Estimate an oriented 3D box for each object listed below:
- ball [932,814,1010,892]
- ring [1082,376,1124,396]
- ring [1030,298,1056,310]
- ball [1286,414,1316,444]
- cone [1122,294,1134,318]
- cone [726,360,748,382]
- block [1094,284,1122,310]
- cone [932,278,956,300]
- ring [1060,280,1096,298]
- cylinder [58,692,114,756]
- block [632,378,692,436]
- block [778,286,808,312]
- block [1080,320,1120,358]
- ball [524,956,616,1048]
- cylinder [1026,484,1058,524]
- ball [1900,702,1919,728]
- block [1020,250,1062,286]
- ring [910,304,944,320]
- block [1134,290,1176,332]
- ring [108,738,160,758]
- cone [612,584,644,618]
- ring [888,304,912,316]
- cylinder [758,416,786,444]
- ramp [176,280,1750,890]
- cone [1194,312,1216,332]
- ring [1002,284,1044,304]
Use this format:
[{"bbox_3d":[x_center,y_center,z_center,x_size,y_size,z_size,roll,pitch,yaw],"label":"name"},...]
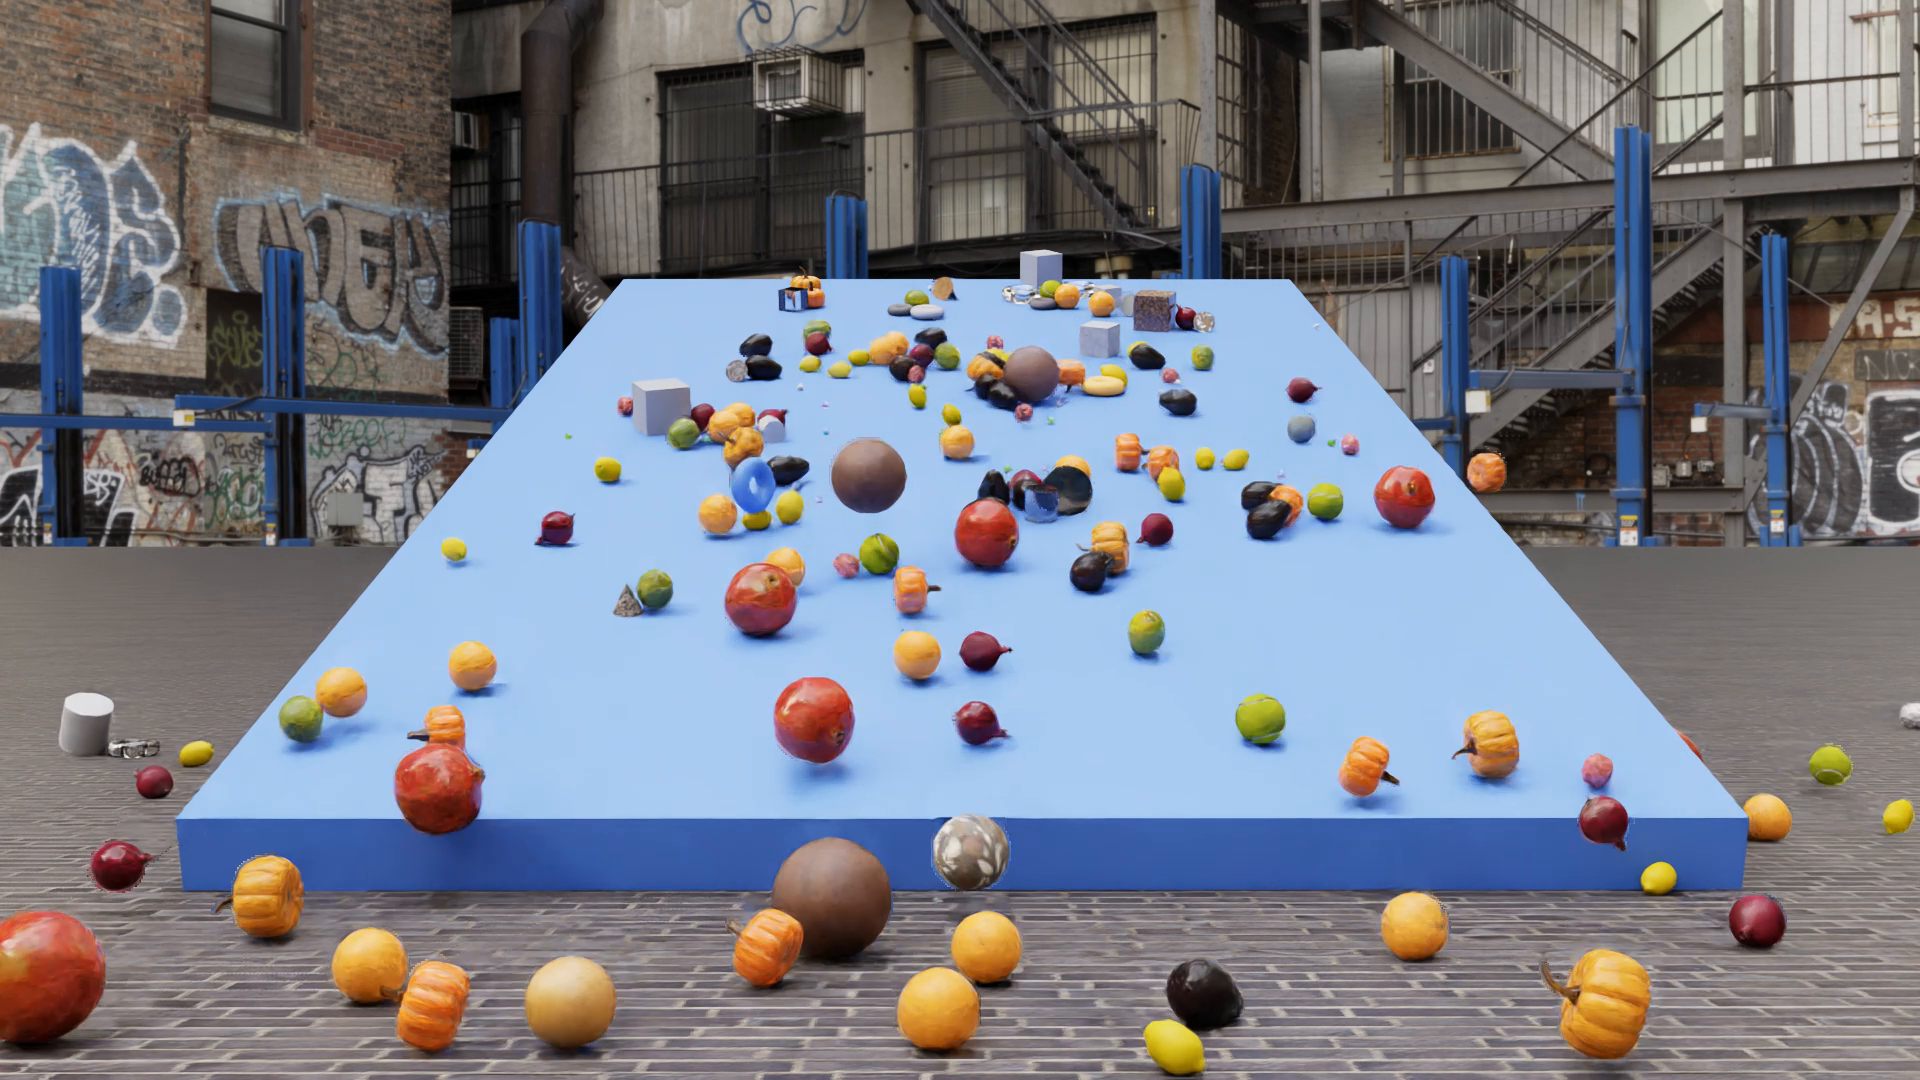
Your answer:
[{"bbox_3d":[0.013,0.373,2.645,0.092,0.092,0.092,0,0,0],"label":"ball"},{"bbox_3d":[0.333,-0.358,5.160,0.101,0.034,0.101,1,15,0],"label":"ring"},{"bbox_3d":[0.233,-0.661,6.193,0.078,0.026,0.078,1,17,0],"label":"ring"},{"bbox_3d":[0.724,-0.236,4.697,0.062,0.062,0.062,0,0,0],"label":"ball"},{"bbox_3d":[0.482,-0.637,6.106,0.067,0.067,0.067,0,-11,11],"label":"cone"},{"bbox_3d":[-0.526,-0.397,5.303,0.055,0.055,0.055,0,-15,15],"label":"cone"},{"bbox_3d":[0.413,-0.682,6.209,0.057,0.057,0.057,-10,19,-30],"label":"block"},{"bbox_3d":[-0.031,-0.709,6.347,0.069,0.069,0.069,0,-13,34],"label":"cone"},{"bbox_3d":[0.341,-0.722,6.380,0.111,0.037,0.111,0,18,0],"label":"ring"},{"bbox_3d":[-1.825,0.385,4.625,0.097,0.097,0.097,15,21,-6],"label":"cylinder"},{"bbox_3d":[-0.647,-0.289,4.804,0.100,0.100,0.100,-7,18,-24],"label":"block"},{"bbox_3d":[-0.464,-0.668,6.158,0.058,0.058,0.058,10,19,31],"label":"block"},{"bbox_3d":[0.352,-0.505,5.576,0.077,0.077,0.077,8,18,26],"label":"block"},{"bbox_3d":[-0.345,0.409,1.961,0.081,0.081,0.081,0,0,0],"label":"ball"},{"bbox_3d":[0.151,-0.067,4.127,0.060,0.060,0.060,0,17,0],"label":"cylinder"},{"bbox_3d":[2.270,0.418,5.269,0.063,0.063,0.063,0,0,0],"label":"ball"},{"bbox_3d":[0.241,-0.808,6.576,0.090,0.090,0.090,-10,19,-31],"label":"block"},{"bbox_3d":[-0.090,-0.623,6.055,0.094,0.031,0.094,1,16,0],"label":"ring"},{"bbox_3d":[0.520,-0.611,5.907,0.094,0.094,0.094,5,17,16],"label":"block"},{"bbox_3d":[-1.719,0.432,4.610,0.105,0.035,0.105,0,1,0],"label":"ring"},{"bbox_3d":[-0.540,0.094,3.599,0.051,0.051,0.051,0,17,0],"label":"cone"},{"bbox_3d":[-0.163,-0.634,6.104,0.075,0.025,0.075,-1,17,0],"label":"ring"},{"bbox_3d":[-0.400,-0.235,4.709,0.051,0.051,0.051,0,16,-21],"label":"cylinder"},{"bbox_3d":[-0.002,-0.167,4.746,2.000,0.100,4.000,0,17,0],"label":"ramp"},{"bbox_3d":[0.648,-0.573,5.897,0.058,0.058,0.058,0,-10,2],"label":"cone"},{"bbox_3d":[0.179,-0.698,6.293,0.123,0.041,0.123,1,17,0],"label":"ring"}]
